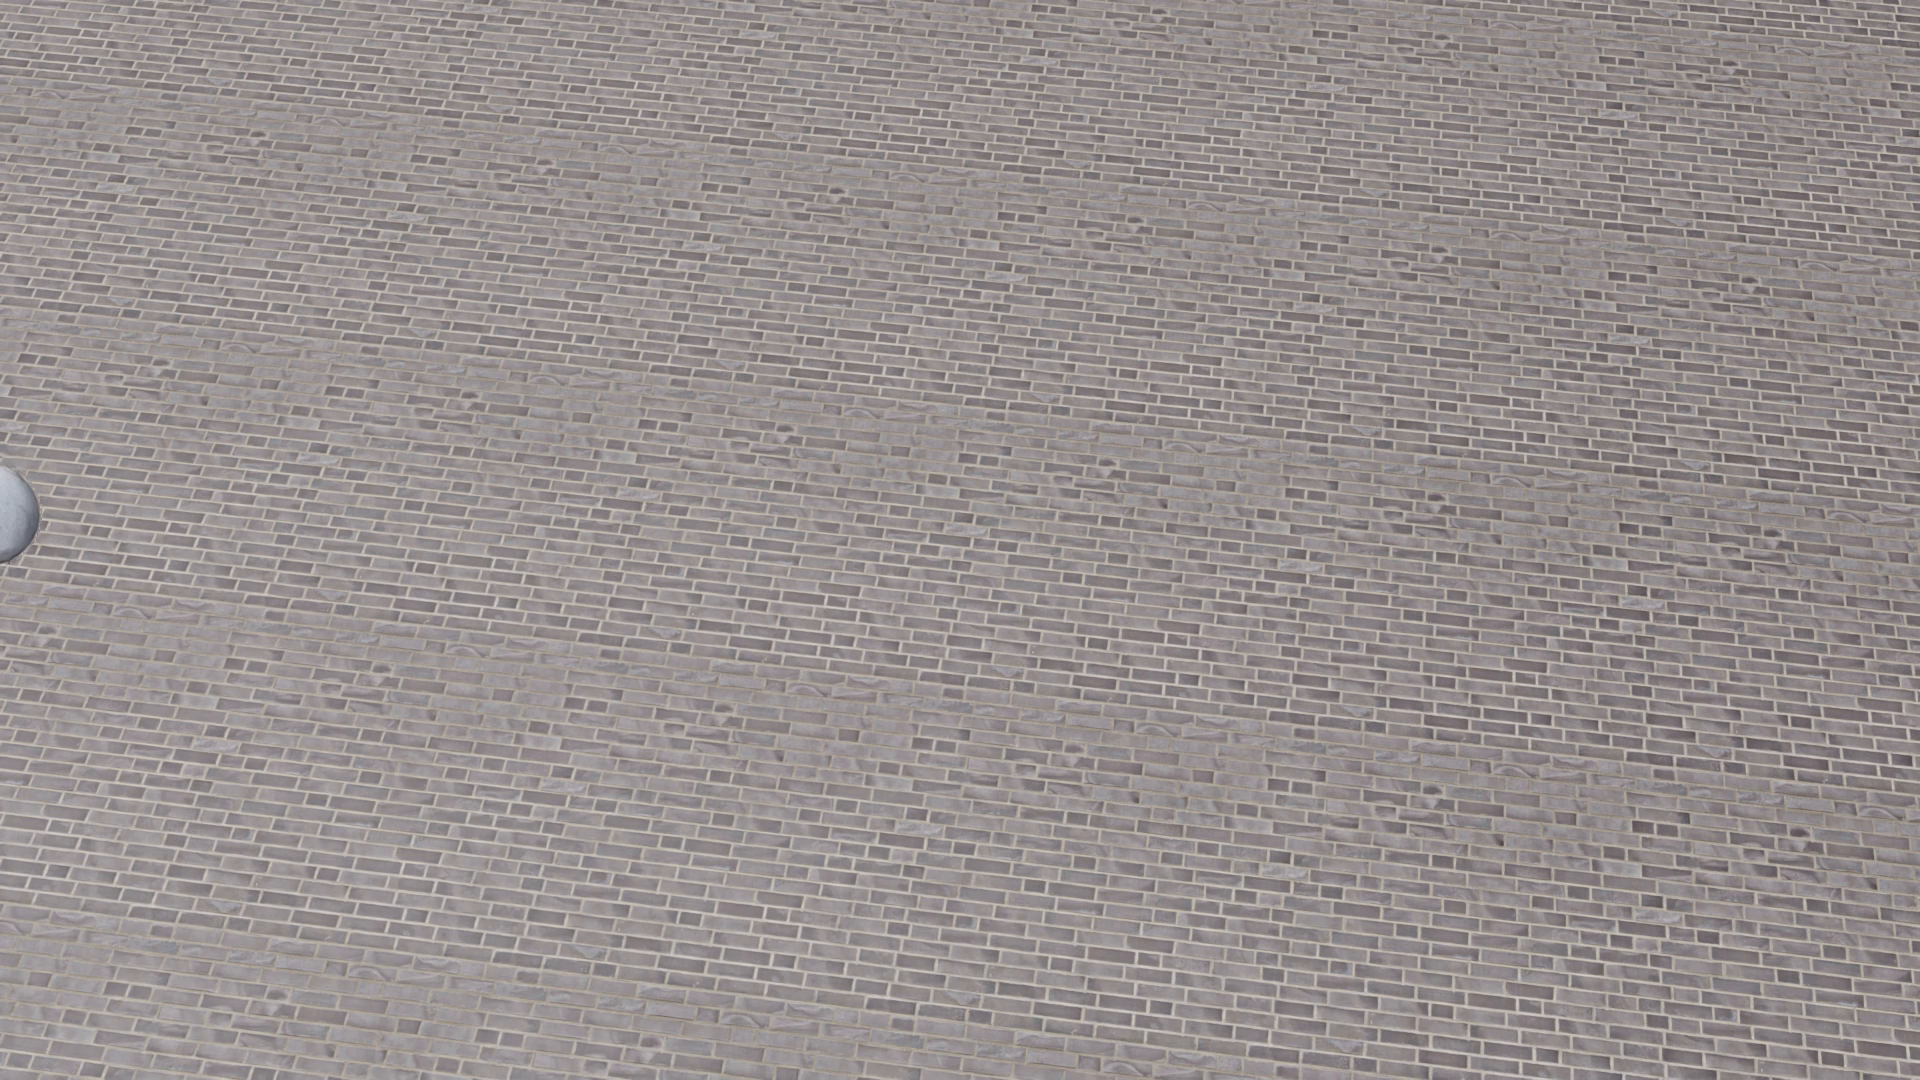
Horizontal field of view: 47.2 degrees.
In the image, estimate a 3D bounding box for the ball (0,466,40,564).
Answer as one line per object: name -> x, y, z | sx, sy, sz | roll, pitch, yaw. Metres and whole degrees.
ball -> -1.678, -0.043, 3.778 | 0.179, 0.179, 0.179 | 0, 56, 0
